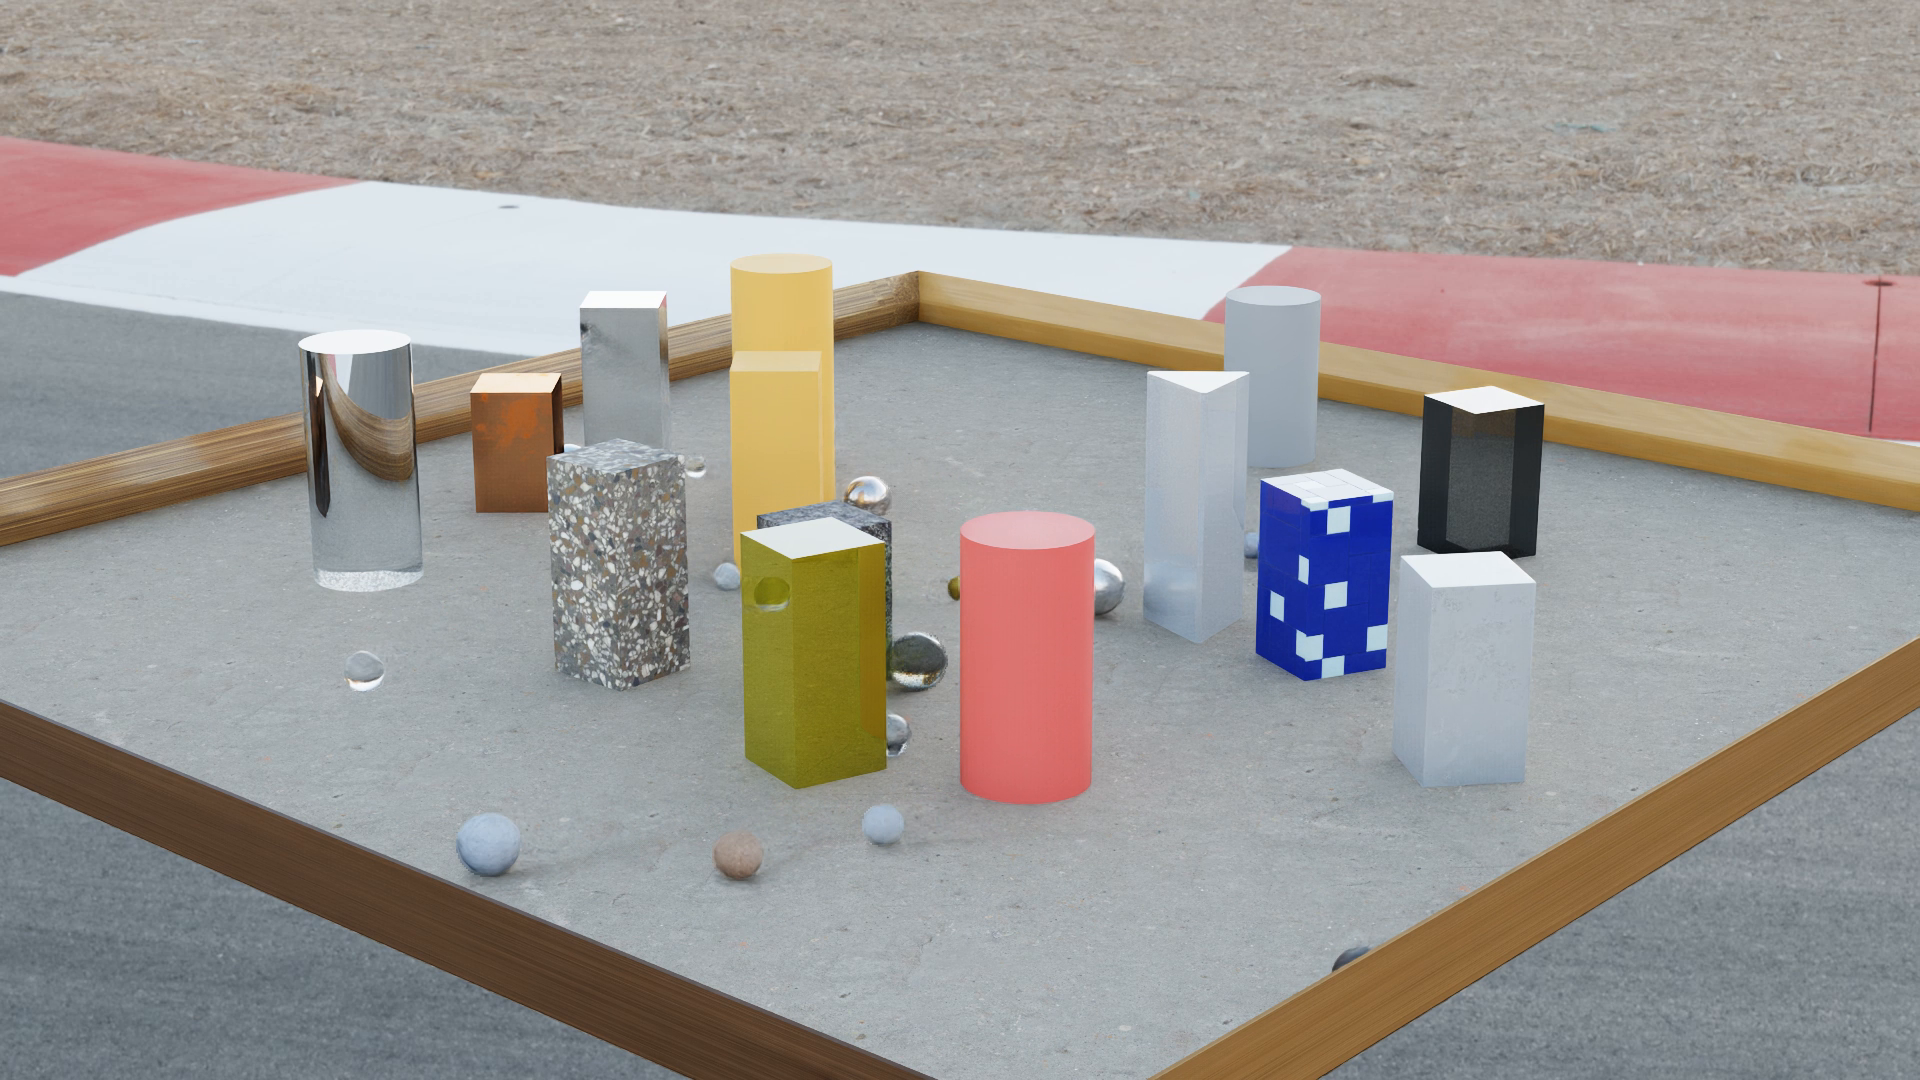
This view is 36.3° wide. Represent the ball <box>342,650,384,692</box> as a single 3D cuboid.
[{"bbox_3d":[-0.945,0.208,4.644,0.064,0.064,0.064,0,17,0],"label":"ball"}]

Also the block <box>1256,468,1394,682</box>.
[{"bbox_3d":[0.589,0.055,4.749,0.154,0.296,0.154,-8,18,-24],"label":"block"}]

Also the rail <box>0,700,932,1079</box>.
[{"bbox_3d":[-1.027,0.373,3.988,3.033,0.125,0.045,14,22,39],"label":"rail"}]

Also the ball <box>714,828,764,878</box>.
[{"bbox_3d":[-0.297,0.421,3.933,0.067,0.067,0.067,0,17,0],"label":"ball"}]

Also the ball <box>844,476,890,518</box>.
[{"bbox_3d":[-0.176,-0.077,5.545,0.088,0.088,0.088,0,17,0],"label":"ball"}]

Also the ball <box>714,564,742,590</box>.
[{"bbox_3d":[-0.408,0.064,5.147,0.048,0.048,0.048,0,17,0],"label":"ball"}]

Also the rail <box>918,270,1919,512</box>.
[{"bbox_3d":[1.027,-0.311,6.253,3.033,0.125,0.045,14,22,39],"label":"rail"}]

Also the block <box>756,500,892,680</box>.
[{"bbox_3d":[-0.215,0.092,4.680,0.154,0.264,0.154,-12,21,-35],"label":"block"}]

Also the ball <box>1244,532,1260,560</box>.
[{"bbox_3d":[0.532,0.011,5.324,0.048,0.048,0.048,0,17,0],"label":"ball"}]

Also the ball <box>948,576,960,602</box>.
[{"bbox_3d":[0.001,0.084,5.089,0.045,0.045,0.045,0,17,0],"label":"ball"}]

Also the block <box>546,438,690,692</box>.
[{"bbox_3d":[-0.546,0.038,4.700,0.154,0.358,0.154,14,22,38],"label":"block"}]

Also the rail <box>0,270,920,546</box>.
[{"bbox_3d":[-1.127,-0.252,6.057,0.045,0.125,3.180,14,22,39],"label":"rail"}]

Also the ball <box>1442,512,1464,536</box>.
[{"bbox_3d":[0.920,-0.030,5.468,0.041,0.041,0.041,0,17,0],"label":"ball"}]

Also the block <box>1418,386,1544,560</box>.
[{"bbox_3d":[0.947,-0.118,5.342,0.154,0.284,0.154,-8,19,-26],"label":"block"}]

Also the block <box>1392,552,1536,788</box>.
[{"bbox_3d":[0.735,0.188,4.292,0.154,0.305,0.154,-3,17,-8],"label":"block"}]

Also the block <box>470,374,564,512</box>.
[{"bbox_3d":[-0.851,-0.188,5.656,0.154,0.237,0.154,0,17,0],"label":"block"}]

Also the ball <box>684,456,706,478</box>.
[{"bbox_3d":[-0.528,-0.145,5.848,0.045,0.045,0.045,0,17,0],"label":"ball"}]

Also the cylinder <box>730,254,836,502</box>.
[{"bbox_3d":[-0.336,-0.291,5.577,0.192,0.479,0.192,0,17,0],"label":"cylinder"}]

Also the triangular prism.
[{"bbox_3d":[0.376,-0.065,4.917,0.144,0.428,0.166,10,19,29],"label":"triangular prism"}]

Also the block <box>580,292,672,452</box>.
[{"bbox_3d":[-0.664,-0.305,5.841,0.154,0.355,0.154,0,17,1],"label":"block"}]

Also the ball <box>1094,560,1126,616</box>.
[{"bbox_3d":[0.234,0.081,5.009,0.096,0.096,0.096,0,17,0],"label":"ball"}]

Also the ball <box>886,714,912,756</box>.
[{"bbox_3d":[-0.105,0.291,4.368,0.065,0.065,0.065,0,17,0],"label":"ball"}]

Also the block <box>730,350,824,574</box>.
[{"bbox_3d":[-0.324,-0.133,5.223,0.154,0.382,0.154,0,17,0],"label":"block"}]

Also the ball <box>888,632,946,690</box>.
[{"bbox_3d":[-0.068,0.192,4.652,0.090,0.090,0.090,0,17,0],"label":"ball"}]

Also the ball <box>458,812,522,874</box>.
[{"bbox_3d":[-0.633,0.408,3.946,0.084,0.084,0.084,0,17,0],"label":"ball"}]

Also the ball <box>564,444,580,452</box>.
[{"bbox_3d":[-0.776,-0.157,5.844,0.069,0.069,0.069,0,17,0],"label":"ball"}]

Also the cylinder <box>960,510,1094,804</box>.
[{"bbox_3d":[0.096,0.168,4.229,0.192,0.381,0.192,0,17,0],"label":"cylinder"}]

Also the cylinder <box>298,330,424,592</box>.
[{"bbox_3d":[-1.055,-0.142,5.174,0.192,0.427,0.192,0,17,0],"label":"cylinder"}]

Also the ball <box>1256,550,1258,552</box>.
[{"bbox_3d":[0.562,0.020,5.282,0.054,0.054,0.054,0,17,0],"label":"ball"}]

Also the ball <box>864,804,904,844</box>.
[{"bbox_3d":[-0.105,0.393,4.047,0.055,0.055,0.055,0,17,0],"label":"ball"}]

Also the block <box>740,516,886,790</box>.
[{"bbox_3d":[-0.214,0.164,4.296,0.154,0.350,0.154,-10,20,-31],"label":"block"}]

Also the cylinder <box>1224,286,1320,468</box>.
[{"bbox_3d":[0.633,-0.334,5.971,0.192,0.334,0.192,0,17,0],"label":"cylinder"}]

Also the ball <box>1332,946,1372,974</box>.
[{"bbox_3d":[0.488,0.531,3.560,0.073,0.073,0.073,0,17,0],"label":"ball"}]

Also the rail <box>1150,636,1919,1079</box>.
[{"bbox_3d":[1.127,0.314,4.183,0.045,0.125,3.180,14,22,39],"label":"rail"}]
